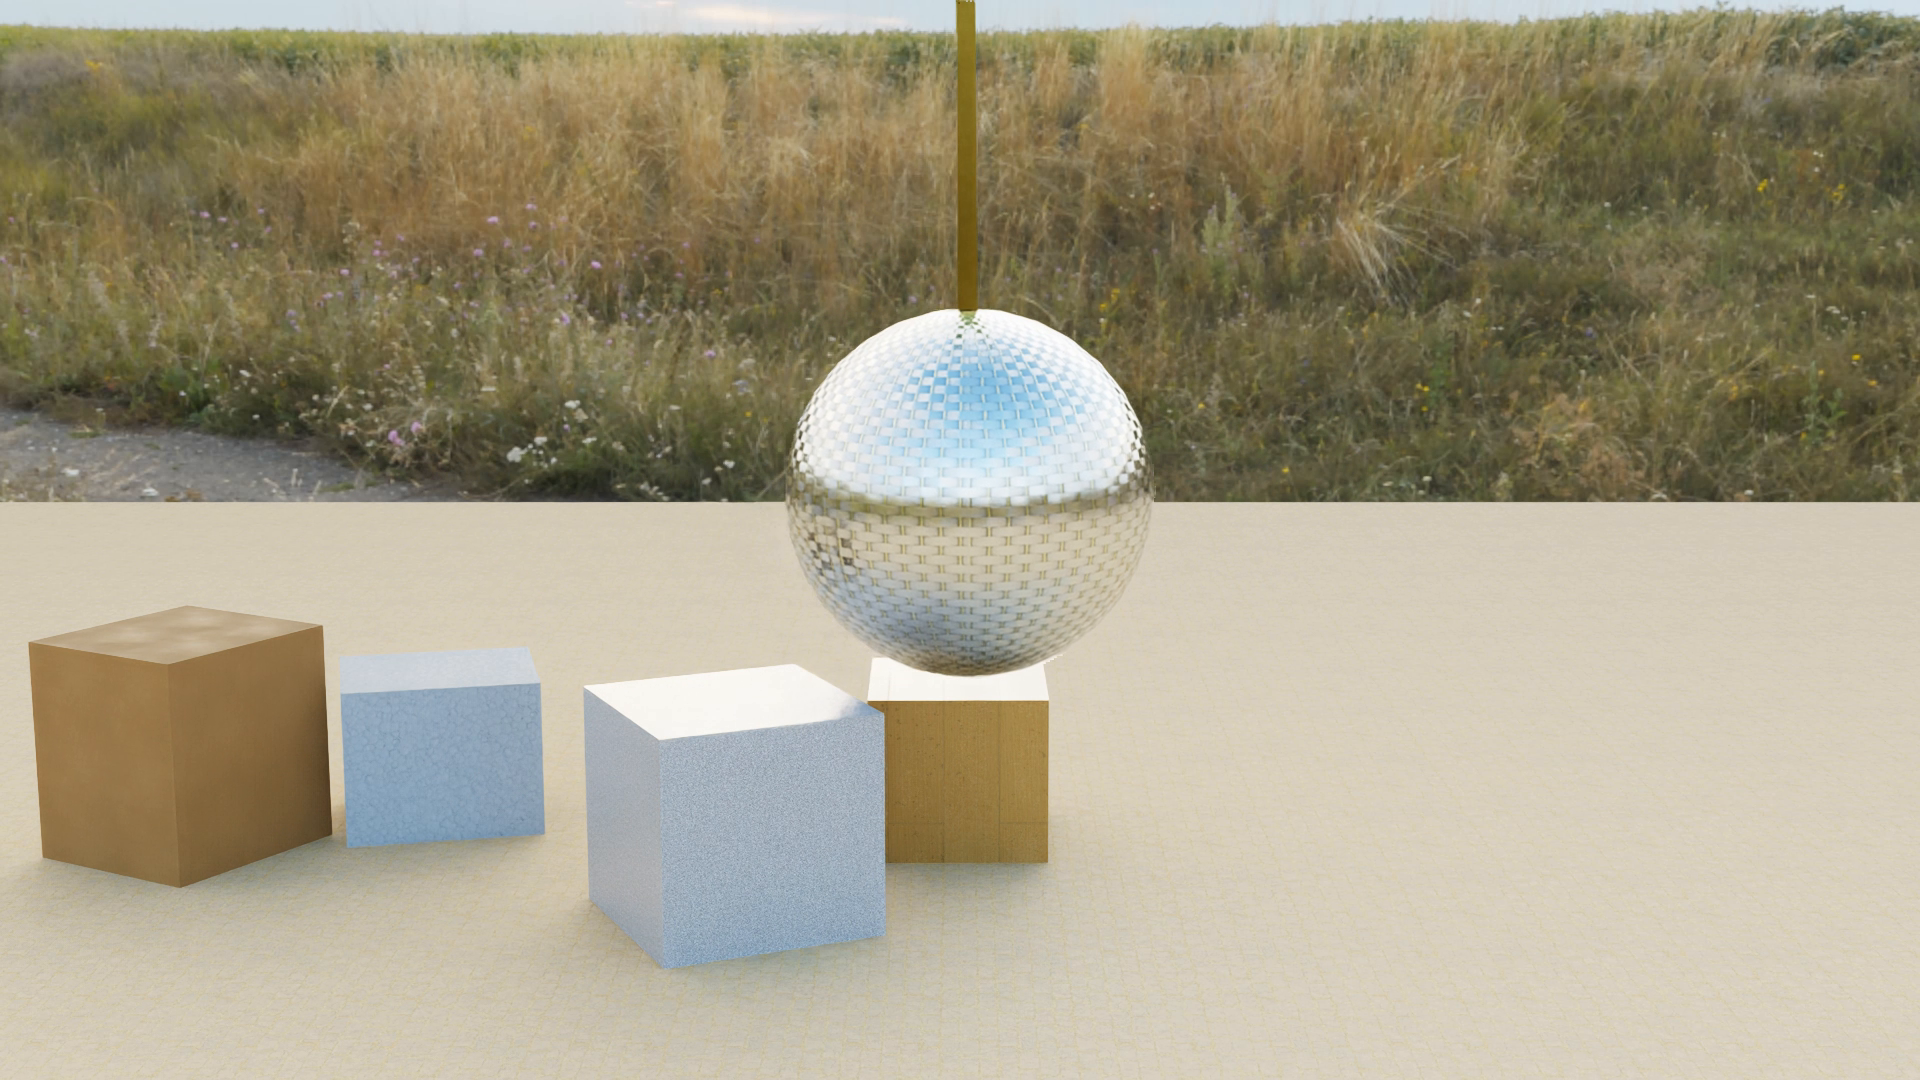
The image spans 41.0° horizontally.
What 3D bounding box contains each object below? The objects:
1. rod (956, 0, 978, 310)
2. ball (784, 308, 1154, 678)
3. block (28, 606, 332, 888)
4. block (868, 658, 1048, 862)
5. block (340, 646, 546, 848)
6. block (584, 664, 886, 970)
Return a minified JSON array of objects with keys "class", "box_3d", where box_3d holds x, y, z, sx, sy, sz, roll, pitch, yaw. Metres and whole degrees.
[{"class":"rod","box_3d":[0.017,-3.548,10.535,0.080,5.200,0.080,0,10,0]},{"class":"ball","box_3d":[0.038,-0.203,11.143,1.600,1.600,1.600,0,10,0]},{"class":"block","box_3d":[-3.548,0.916,11.728,0.879,1.001,0.931,6,12,30]},{"class":"block","box_3d":[-0.010,1.008,11.916,0.808,0.753,0.854,0,10,0]},{"class":"block","box_3d":[-2.469,0.970,12.196,0.902,0.728,0.779,-3,11,-14]},{"class":"block","box_3d":[-0.954,1.126,10.746,0.962,0.941,0.989,-5,11,-25]}]
